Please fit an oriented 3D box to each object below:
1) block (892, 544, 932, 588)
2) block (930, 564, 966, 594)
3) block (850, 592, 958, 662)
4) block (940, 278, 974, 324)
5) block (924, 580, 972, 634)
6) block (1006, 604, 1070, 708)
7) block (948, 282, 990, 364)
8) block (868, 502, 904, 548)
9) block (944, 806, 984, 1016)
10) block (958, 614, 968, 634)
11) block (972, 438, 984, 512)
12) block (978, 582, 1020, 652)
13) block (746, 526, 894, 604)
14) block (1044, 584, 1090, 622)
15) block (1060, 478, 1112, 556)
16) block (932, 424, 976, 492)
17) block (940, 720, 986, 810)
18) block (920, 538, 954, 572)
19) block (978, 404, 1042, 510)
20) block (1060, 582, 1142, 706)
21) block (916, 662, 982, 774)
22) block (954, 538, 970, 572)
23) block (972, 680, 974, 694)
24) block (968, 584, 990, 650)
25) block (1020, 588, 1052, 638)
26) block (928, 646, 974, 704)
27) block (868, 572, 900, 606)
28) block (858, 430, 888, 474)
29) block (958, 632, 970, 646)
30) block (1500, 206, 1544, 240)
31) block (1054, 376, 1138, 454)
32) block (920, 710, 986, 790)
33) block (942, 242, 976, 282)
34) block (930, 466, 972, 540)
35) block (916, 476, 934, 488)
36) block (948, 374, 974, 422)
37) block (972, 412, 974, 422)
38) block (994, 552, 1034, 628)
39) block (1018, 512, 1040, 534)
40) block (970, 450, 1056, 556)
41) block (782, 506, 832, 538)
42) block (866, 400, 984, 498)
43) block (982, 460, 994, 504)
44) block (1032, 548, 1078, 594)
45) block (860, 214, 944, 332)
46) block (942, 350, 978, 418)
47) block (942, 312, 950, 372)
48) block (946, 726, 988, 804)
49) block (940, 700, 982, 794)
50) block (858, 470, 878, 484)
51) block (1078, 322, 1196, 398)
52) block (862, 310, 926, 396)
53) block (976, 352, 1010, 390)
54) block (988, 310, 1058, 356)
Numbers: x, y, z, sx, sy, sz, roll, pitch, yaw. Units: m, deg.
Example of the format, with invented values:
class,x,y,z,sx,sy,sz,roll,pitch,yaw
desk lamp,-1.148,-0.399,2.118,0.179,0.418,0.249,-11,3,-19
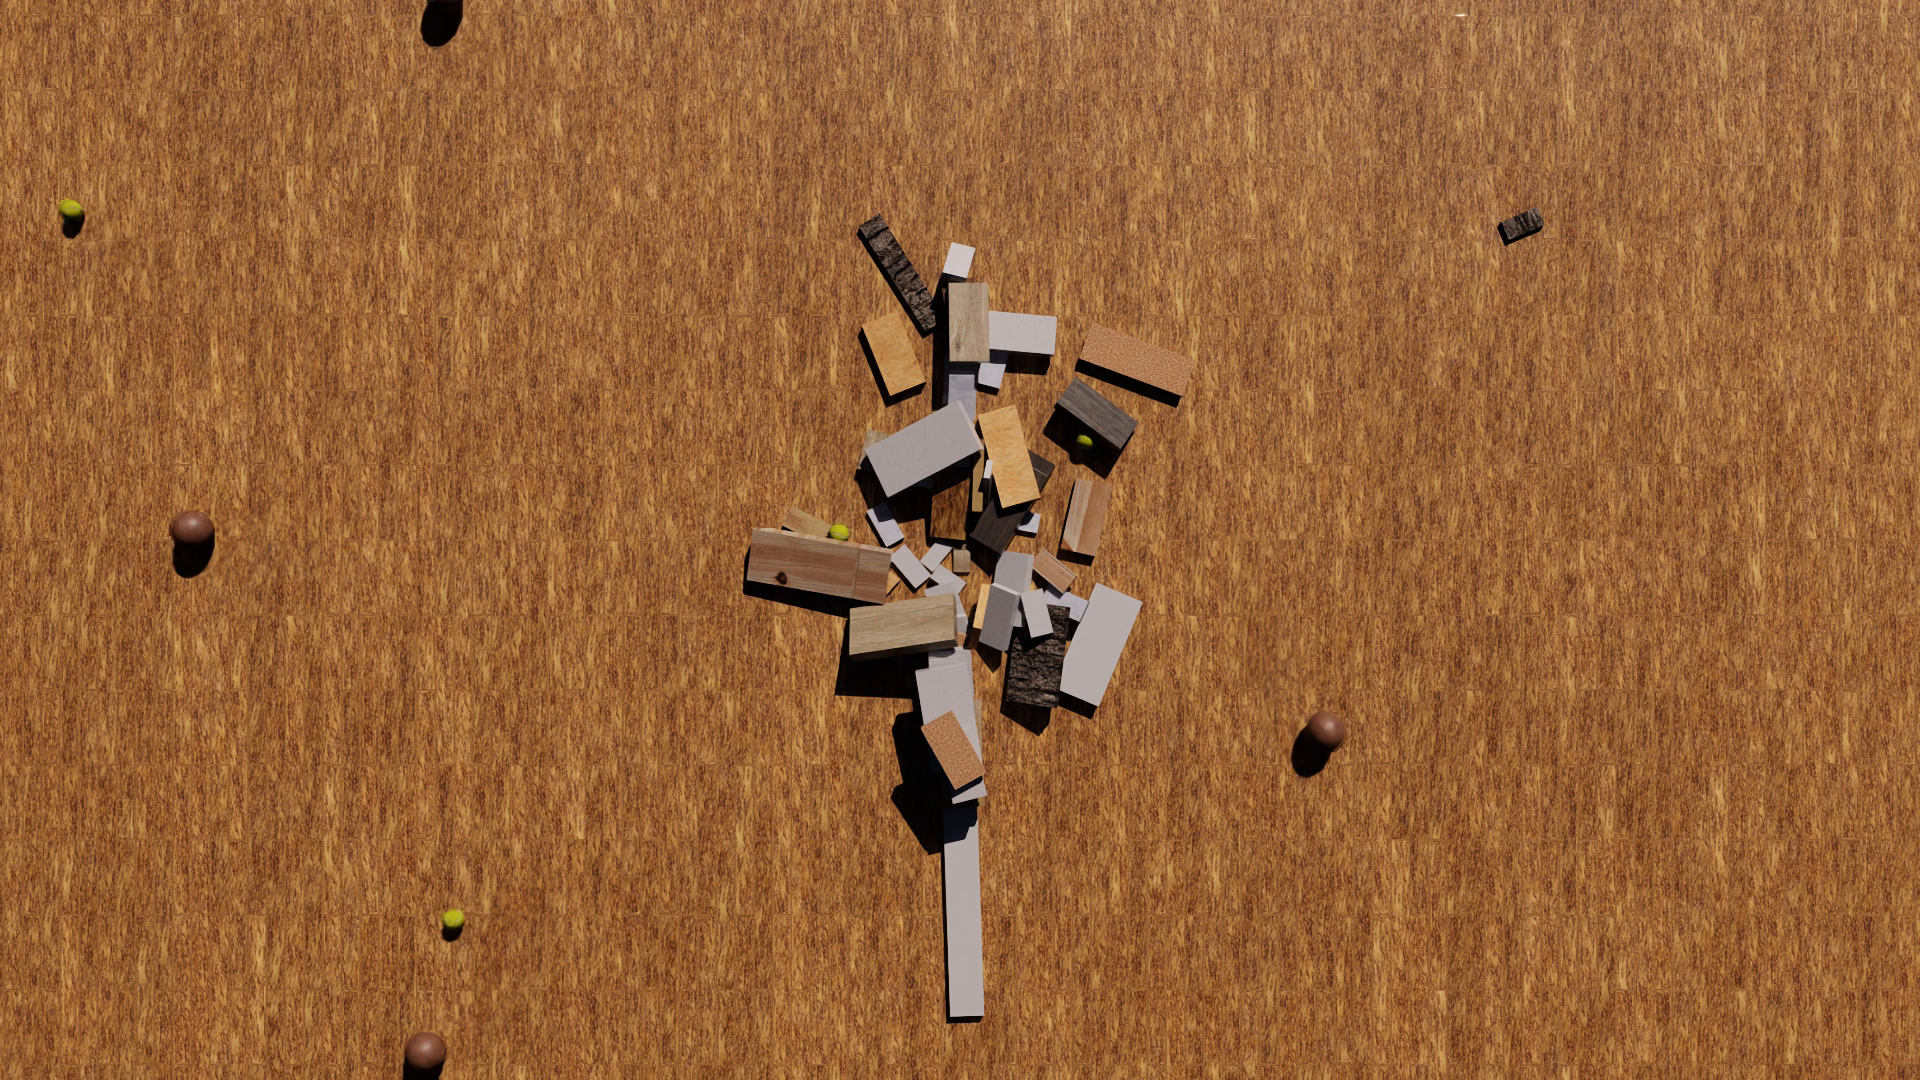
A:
class,x,y,z,sx,sy,sz,roll,pitch,yaw
block,-0.166,0.087,5.490,0.068,0.019,0.136,-41,90,0
block,-0.040,0.132,5.483,0.110,0.016,0.055,35,90,-10
block,-0.185,0.286,5.398,0.352,0.050,0.176,-9,55,11
block,0.008,-0.747,5.426,0.110,0.031,0.221,-9,85,-4
block,-0.036,0.244,5.471,0.101,0.029,0.203,-20,97,3
block,0.258,0.376,5.450,0.167,0.047,0.333,7,90,20
block,0.029,-0.709,5.390,0.130,0.037,0.259,-1,85,-3
block,-0.247,-0.052,5.490,0.068,0.019,0.136,-29,90,0
block,0.011,1.192,5.484,0.113,0.032,0.774,-2,90,0
block,-0.019,0.334,5.453,0.088,0.025,0.176,-5,107,-2
block,0.060,-0.212,5.441,0.034,0.118,0.237,2,90,0
block,0.129,0.254,5.428,0.101,0.029,0.203,22,110,28
block,-0.462,0.081,5.440,0.462,0.050,0.176,10,107,3
block,0.347,0.208,5.466,0.148,0.021,0.074,24,90,19
block,0.418,-0.076,5.483,0.120,0.034,0.240,13,90,0
block,-0.021,-0.269,5.441,0.118,0.034,0.237,8,108,7
block,0.002,0.735,5.397,0.139,0.039,0.277,-5,95,0
block,-0.077,0.046,5.492,0.055,0.016,0.110,40,90,0
block,0.163,-0.274,5.449,0.130,0.037,0.324,-15,80,5
block,0.455,0.346,5.476,0.167,0.047,0.375,23,90,0
block,-0.035,0.575,5.340,0.167,0.047,0.333,-9,95,1
block,0.006,0.052,5.492,0.055,0.016,0.110,0,90,0
block,-0.004,0.438,5.460,0.088,0.025,0.176,-6,107,-2
block,0.063,0.249,5.392,0.029,0.203,0.101,12,134,0
block,0.251,0.239,5.399,0.074,0.021,0.148,-14,91,-2
block,-0.028,0.490,5.402,0.139,0.039,0.277,-3,102,0
block,-0.265,0.158,5.491,0.064,0.018,0.128,41,90,0
block,-0.289,-0.293,5.473,0.068,0.019,0.136,15,88,4
block,-0.026,0.388,5.415,0.088,0.025,0.176,14,101,-6
block,1.871,-1.053,5.491,0.130,0.018,0.065,-23,90,0
block,0.450,-0.413,5.452,0.259,0.037,0.130,36,61,0
block,-0.021,0.672,5.276,0.113,0.032,0.226,-29,94,2
block,-0.005,-0.914,5.438,0.081,0.023,0.162,14,48,0
block,-0.030,-0.124,5.446,0.118,0.034,0.237,6,105,7
block,-0.155,-0.218,5.460,0.147,0.021,0.073,8,108,16
block,0.003,-0.461,5.415,0.082,0.023,0.164,2,107,0
block,0.003,-0.402,5.457,0.082,0.023,0.164,4,107,0
block,0.170,0.161,5.454,0.120,0.034,0.240,7,90,32
block,0.199,-0.066,5.491,0.128,0.018,0.064,11,90,0
block,0.175,-0.129,5.462,0.120,0.034,0.346,31,87,10
block,-0.509,-0.048,5.490,0.147,0.021,0.073,27,90,0
block,-0.117,-0.296,5.388,0.352,0.050,0.176,-27,85,15
block,0.091,-0.189,5.418,0.021,0.147,0.073,9,56,5
block,0.310,0.103,5.469,0.148,0.021,0.074,40,90,16
block,-0.191,-0.889,5.489,0.081,0.023,0.414,-32,90,0
block,0.000,-0.512,5.457,0.110,0.031,0.221,3,104,0
block,0.002,-0.663,5.471,0.110,0.031,0.221,2,96,-3
block,0.005,0.726,5.313,0.113,0.032,0.226,-14,95,1
block,0.004,0.683,5.462,0.139,0.039,0.308,-1,83,0
block,-0.274,-0.256,5.491,0.064,0.018,0.128,44,90,0
block,0.588,-0.599,5.482,0.365,0.036,0.127,20,90,0
block,-0.220,-0.619,5.482,0.127,0.036,0.254,-22,90,0
block,0.113,-0.591,5.489,0.081,0.023,0.162,15,90,0
block,0.189,-0.684,5.462,0.254,0.036,0.127,5,83,-1
